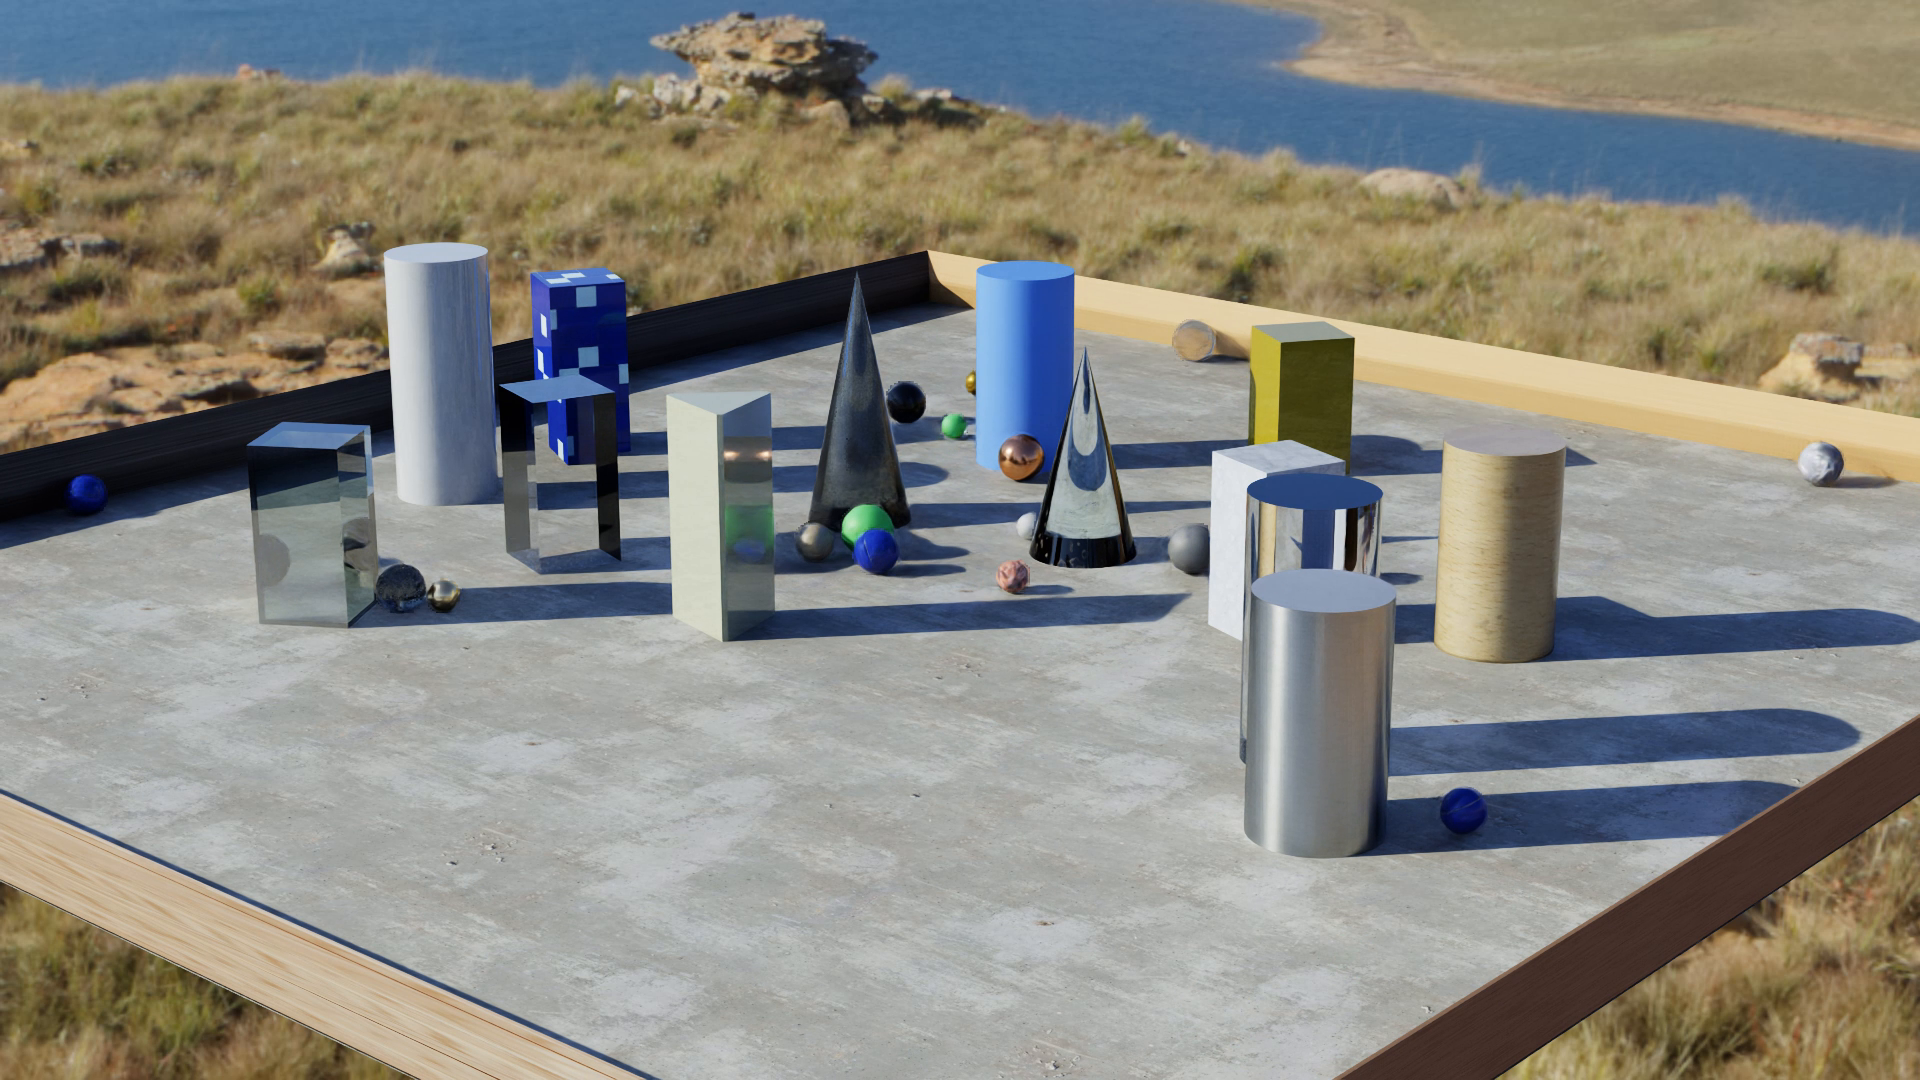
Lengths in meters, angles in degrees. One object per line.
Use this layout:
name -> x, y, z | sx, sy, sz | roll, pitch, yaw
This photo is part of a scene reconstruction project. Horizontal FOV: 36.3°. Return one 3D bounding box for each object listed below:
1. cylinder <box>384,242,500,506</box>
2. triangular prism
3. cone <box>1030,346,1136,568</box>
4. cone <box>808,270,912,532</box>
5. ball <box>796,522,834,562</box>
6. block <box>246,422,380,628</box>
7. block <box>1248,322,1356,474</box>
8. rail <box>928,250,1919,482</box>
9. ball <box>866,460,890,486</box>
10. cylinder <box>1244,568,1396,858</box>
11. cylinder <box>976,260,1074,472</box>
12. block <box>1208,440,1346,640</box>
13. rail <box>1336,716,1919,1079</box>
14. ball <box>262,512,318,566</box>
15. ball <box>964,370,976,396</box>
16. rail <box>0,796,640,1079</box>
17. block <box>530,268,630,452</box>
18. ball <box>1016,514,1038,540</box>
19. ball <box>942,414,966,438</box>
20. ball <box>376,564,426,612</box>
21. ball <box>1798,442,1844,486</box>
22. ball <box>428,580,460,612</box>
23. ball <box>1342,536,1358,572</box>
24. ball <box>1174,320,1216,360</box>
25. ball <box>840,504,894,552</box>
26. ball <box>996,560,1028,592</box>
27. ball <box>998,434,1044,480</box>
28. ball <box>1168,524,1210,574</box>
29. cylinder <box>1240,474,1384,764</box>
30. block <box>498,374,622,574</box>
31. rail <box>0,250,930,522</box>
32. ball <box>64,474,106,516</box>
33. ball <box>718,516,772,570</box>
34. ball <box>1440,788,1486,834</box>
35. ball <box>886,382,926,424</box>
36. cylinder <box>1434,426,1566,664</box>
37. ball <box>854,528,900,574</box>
cylinder -> -1.005, -0.323, 5.694 | 0.197, 0.478, 0.197 | 0, 17, 0
triangular prism -> -0.380, -0.050, 4.939 | 0.148, 0.391, 0.171 | -12, 20, -34
cone -> 0.225, -0.164, 5.319 | 0.197, 0.390, 0.197 | 0, 17, 0
cone -> -0.191, -0.272, 5.518 | 0.197, 0.483, 0.197 | 0, 17, 0
ball -> -0.263, 0.004, 5.317 | 0.070, 0.070, 0.070 | 0, 17, 0
block -> -1.099, -0.027, 4.996 | 0.158, 0.314, 0.158 | 3, 17, 9
block -> 0.685, -0.282, 5.903 | 0.158, 0.281, 0.158 | -5, 17, -15
rail -> 1.161, -0.354, 6.400 | 3.334, 0.128, 0.045 | 14, 22, 39
ball -> -0.163, -0.133, 5.810 | 0.048, 0.048, 0.048 | 0, 17, 0
cylinder -> 0.496, 0.238, 4.050 | 0.197, 0.354, 0.197 | 0, 17, 0
cylinder -> 0.131, -0.352, 5.936 | 0.197, 0.394, 0.197 | 0, 17, 0
block -> 0.529, 0.006, 4.904 | 0.158, 0.304, 0.158 | -9, 19, -28
rail -> 1.241, 0.343, 4.088 | 0.045, 0.128, 3.590 | 14, 22, 39
ball -> -1.209, -0.001, 5.285 | 0.099, 0.099, 0.099 | 0, 17, 0
ball -> 0.039, -0.349, 6.515 | 0.056, 0.056, 0.056 | 0, 17, 0
rail -> -1.161, 0.418, 3.839 | 3.334, 0.128, 0.045 | 14, 22, 39
block -> -0.783, -0.367, 6.050 | 0.158, 0.357, 0.158 | -7, 18, -21
ball -> 0.129, -0.025, 5.451 | 0.049, 0.049, 0.049 | 0, 17, 0
ball -> -0.014, -0.239, 6.156 | 0.052, 0.052, 0.052 | 0, 17, 0
ball -> -0.959, 0.082, 5.033 | 0.084, 0.084, 0.084 | 0, 17, 0
ball -> 1.704, -0.152, 5.805 | 0.087, 0.087, 0.087 | 0, 17, 0
ball -> -0.887, 0.095, 5.041 | 0.056, 0.056, 0.056 | 0, 17, 0
ball -> 0.662, 0.032, 5.198 | 0.085, 0.085, 0.085 | 0, 17, 0
ball -> 0.547, -0.465, 6.830 | 0.095, 0.095, 0.095 | 0, 17, 0
ball -> -0.169, -0.018, 5.345 | 0.096, 0.096, 0.096 | 0, 17, 0
ball -> 0.092, 0.063, 5.143 | 0.057, 0.057, 0.057 | 0, 17, 0
ball -> 0.122, -0.164, 5.836 | 0.093, 0.093, 0.093 | 0, 17, 0
ball -> 0.417, 0.015, 5.246 | 0.089, 0.089, 0.089 | 0, 17, 0
cylinder -> 0.516, 0.126, 4.320 | 0.197, 0.411, 0.197 | 0, 17, 0
block -> -0.723, -0.120, 5.302 | 0.158, 0.317, 0.158 | -10, 19, -29
rail -> -1.241, -0.279, 6.151 | 0.045, 0.128, 3.590 | 14, 22, 39
ball -> -1.673, -0.086, 5.604 | 0.077, 0.077, 0.077 | 0, 17, 0
ball -> -0.387, 0.006, 5.266 | 0.097, 0.097, 0.097 | 0, 17, 0
ball -> 0.701, 0.378, 4.087 | 0.064, 0.064, 0.064 | 0, 17, 0
ball -> -0.115, -0.293, 6.272 | 0.087, 0.087, 0.087 | 0, 17, 0
cylinder -> 0.887, 0.006, 4.826 | 0.197, 0.351, 0.197 | 0, 17, 0
ball -> -0.149, 0.020, 5.246 | 0.081, 0.081, 0.081 | 0, 17, 0
